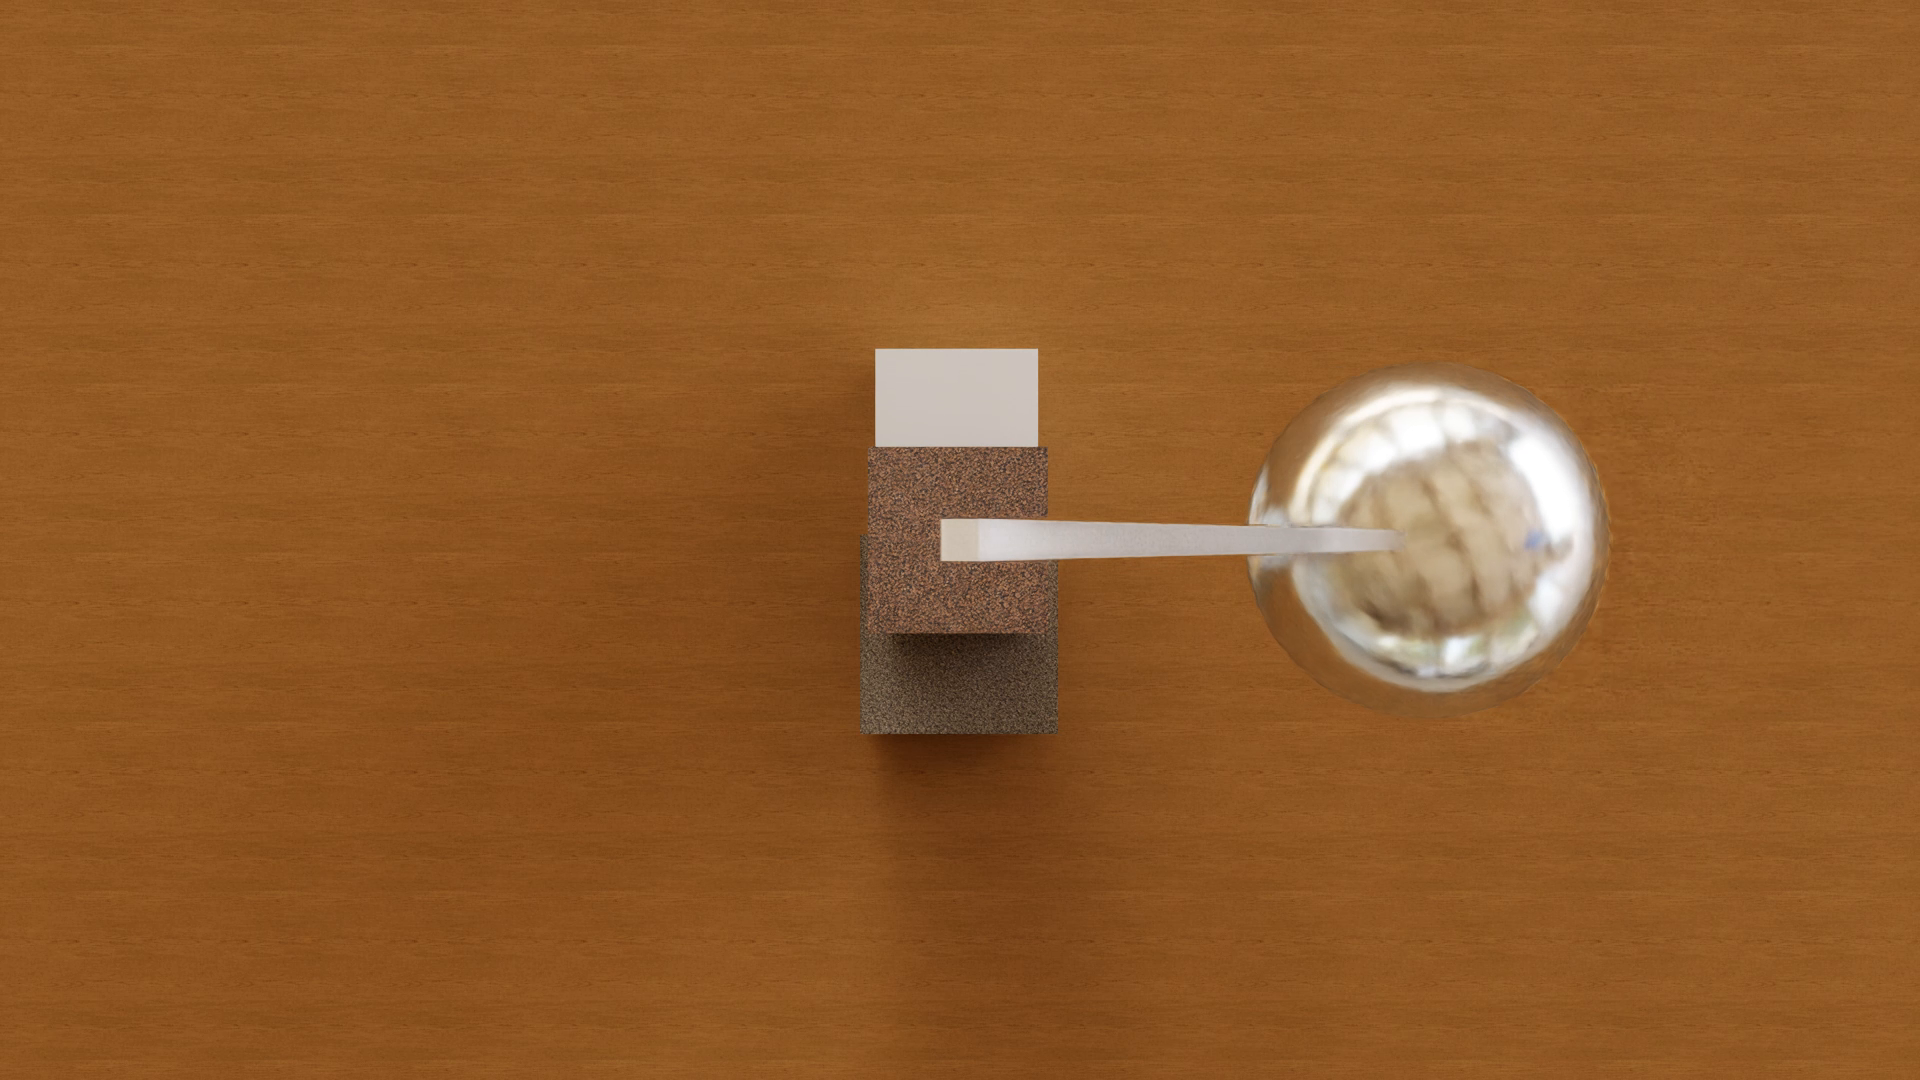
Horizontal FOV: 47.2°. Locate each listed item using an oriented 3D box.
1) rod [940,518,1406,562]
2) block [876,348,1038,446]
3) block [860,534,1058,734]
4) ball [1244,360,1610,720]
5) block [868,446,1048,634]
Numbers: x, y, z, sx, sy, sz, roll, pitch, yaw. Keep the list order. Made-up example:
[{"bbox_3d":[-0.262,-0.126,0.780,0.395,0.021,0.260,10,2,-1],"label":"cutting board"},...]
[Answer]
[{"bbox_3d":[0.899,0.000,6.637,0.080,5.200,0.080,0,90,20],"label":"rod"},{"bbox_3d":[-0.018,-0.546,12.558,0.895,0.885,1.012,0,90,0],"label":"block"},{"bbox_3d":[-0.004,0.511,12.464,1.074,1.071,1.083,0,90,0],"label":"block"},{"bbox_3d":[2.074,0.000,9.828,1.600,1.600,1.600,0,90,0],"label":"ball"},{"bbox_3d":[-0.008,0.000,8.661,0.682,0.663,0.707,0,90,0],"label":"block"}]
